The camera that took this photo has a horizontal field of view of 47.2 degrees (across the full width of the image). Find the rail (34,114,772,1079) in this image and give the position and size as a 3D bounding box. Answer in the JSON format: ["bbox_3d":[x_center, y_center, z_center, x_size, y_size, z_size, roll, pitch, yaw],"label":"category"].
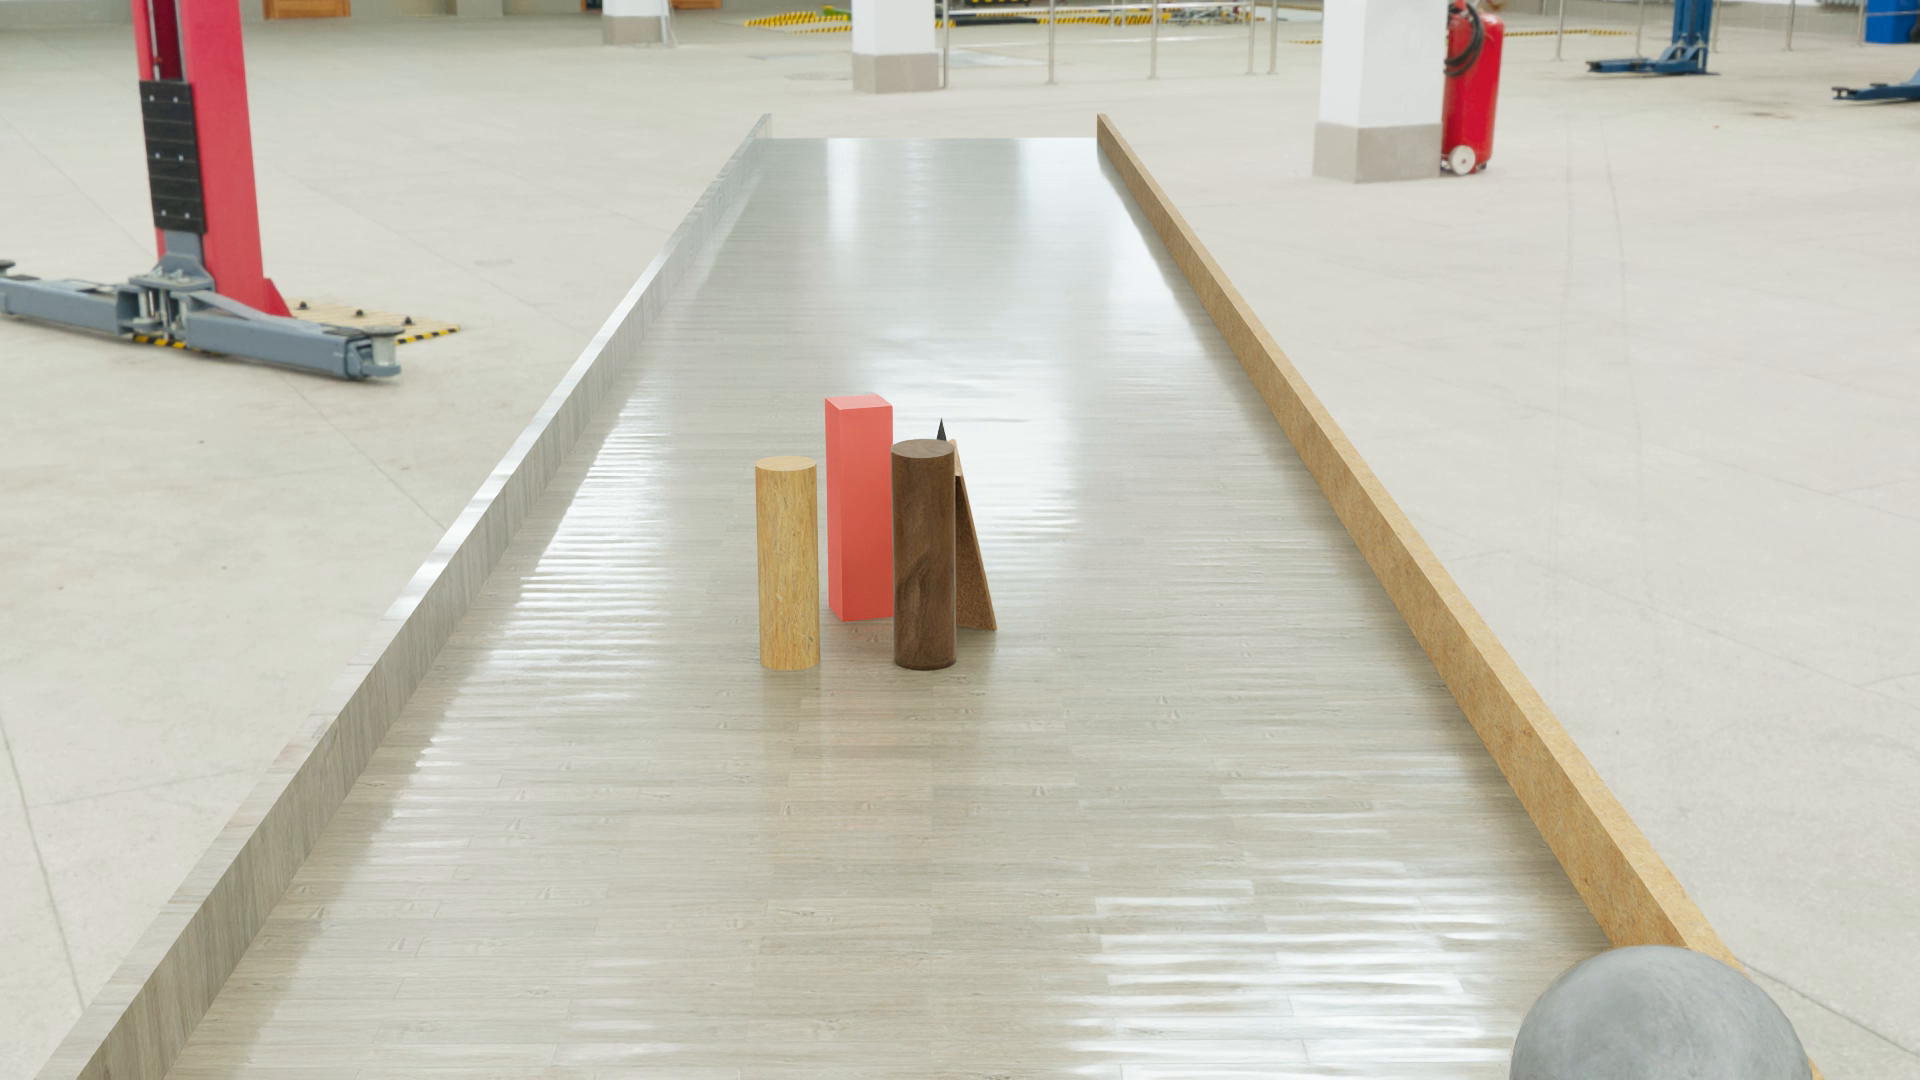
[{"bbox_3d":[-1.118,-0.838,7.780,0.050,0.150,12.000,0,17,-1],"label":"rail"}]

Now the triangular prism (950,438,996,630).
[{"bbox_3d":[0.004,-0.012,4.517,0.124,0.419,0.108,8,44,24],"label":"triangular prism"}]

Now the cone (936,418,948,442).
[{"bbox_3d":[-0.041,-0.096,4.909,0.174,0.366,0.174,0,17,0],"label":"cone"}]

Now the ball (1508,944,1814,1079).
[{"bbox_3d":[0.798,0.633,2.510,0.336,0.336,0.336,0,17,0],"label":"ball"}]

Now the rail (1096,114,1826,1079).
[{"bbox_3d":[0.932,-0.844,7.801,0.050,0.150,12.000,0,17,-1],"label":"rail"}]

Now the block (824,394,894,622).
[{"bbox_3d":[-0.211,-0.068,4.648,0.115,0.460,0.115,-5,17,-17],"label":"block"}]

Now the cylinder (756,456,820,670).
[{"bbox_3d":[-0.341,0.045,4.358,0.120,0.408,0.120,0,17,0],"label":"cylinder"}]

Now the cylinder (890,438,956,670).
[{"bbox_3d":[-0.071,0.030,4.339,0.126,0.442,0.126,0,20,0],"label":"cylinder"}]
